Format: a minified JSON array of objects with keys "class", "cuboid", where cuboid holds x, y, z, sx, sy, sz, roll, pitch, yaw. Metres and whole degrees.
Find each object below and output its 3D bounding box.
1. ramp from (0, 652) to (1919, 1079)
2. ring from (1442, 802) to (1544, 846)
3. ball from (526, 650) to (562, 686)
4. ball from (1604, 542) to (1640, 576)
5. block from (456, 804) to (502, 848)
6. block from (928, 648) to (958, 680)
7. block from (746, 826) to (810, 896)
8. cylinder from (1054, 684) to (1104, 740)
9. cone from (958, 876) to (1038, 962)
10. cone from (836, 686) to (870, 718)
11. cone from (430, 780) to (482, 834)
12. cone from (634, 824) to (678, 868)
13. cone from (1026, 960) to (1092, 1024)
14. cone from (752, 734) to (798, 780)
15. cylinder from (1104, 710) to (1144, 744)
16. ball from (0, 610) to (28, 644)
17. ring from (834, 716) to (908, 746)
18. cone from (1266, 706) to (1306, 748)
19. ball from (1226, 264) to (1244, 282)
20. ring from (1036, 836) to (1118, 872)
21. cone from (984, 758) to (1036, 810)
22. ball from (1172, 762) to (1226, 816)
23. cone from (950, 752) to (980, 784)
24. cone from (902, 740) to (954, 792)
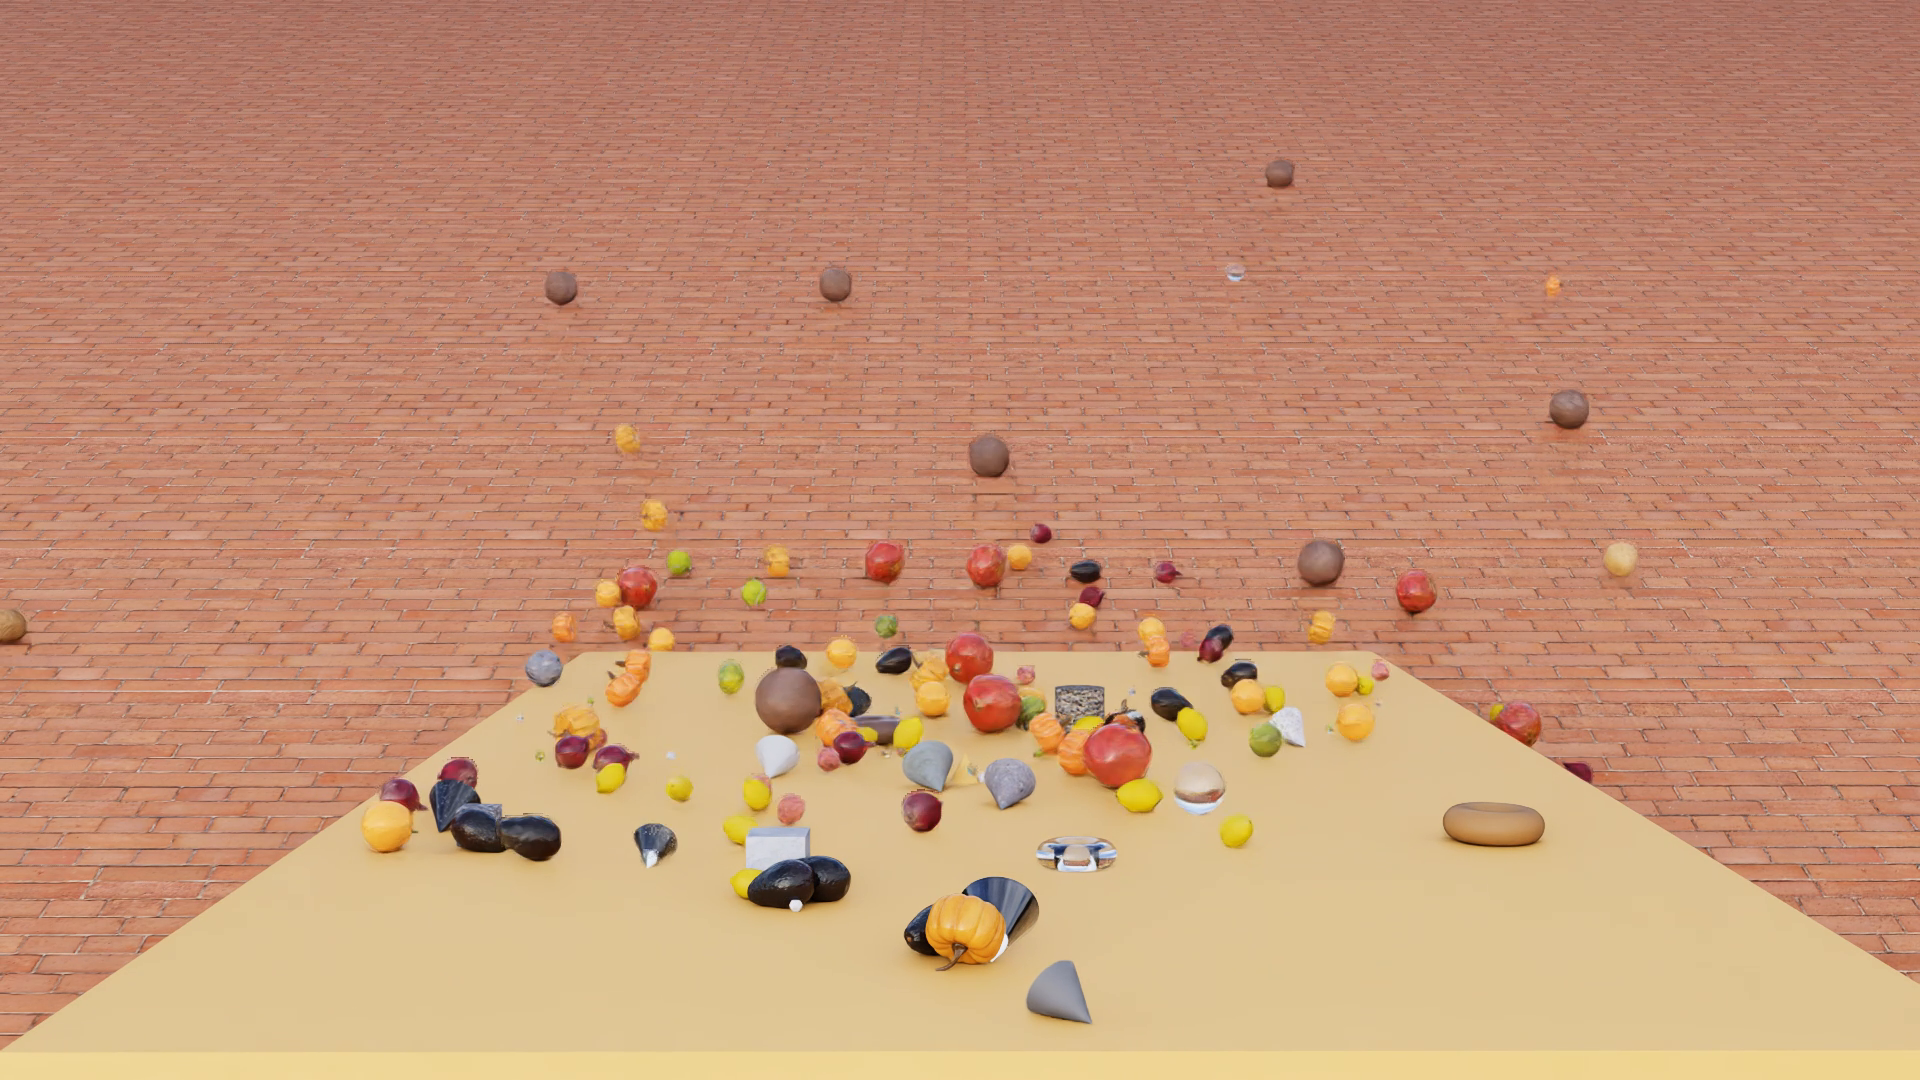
[{"class":"ramp","cuboid":[0.049,0.444,4.532,2.000,0.100,4.000,0,3,0]},{"class":"ring","cuboid":[0.776,0.413,3.738,0.146,0.049,0.146,1,3,0]},{"class":"ball","cuboid":[-0.929,0.287,5.743,0.081,0.081,0.081,0,21,0]},{"class":"ball","cuboid":[1.867,0.054,7.254,0.096,0.096,0.096,0,21,0]},{"class":"block","cuboid":[-0.694,0.412,3.714,0.054,0.054,0.054,0,3,3]},{"class":"block","cuboid":[-0.038,0.283,5.909,0.068,0.068,0.068,0,2,1]},{"class":"block","cuboid":[-0.237,0.420,3.360,0.077,0.077,0.077,0,3,1]},{"class":"cylinder","cuboid":[0.227,0.327,4.879,0.094,0.094,0.094,0,3,0]},{"class":"cone","cuboid":[0.040,0.458,2.974,0.097,0.097,0.097,2,30,5]},{"class":"cone","cuboid":[-0.219,0.343,5.160,0.071,0.071,0.071,2,30,6]},{"class":"cone","cuboid":[-0.766,0.414,3.838,0.081,0.081,0.081,3,30,7]},{"class":"cone","cuboid":[-0.426,0.434,3.546,0.062,0.062,0.062,2,30,5]},{"class":"cone","cuboid":[0.116,0.482,2.660,0.067,0.067,0.067,-16,40,-36]},{"class":"cone","cuboid":[-0.318,0.385,4.371,0.078,0.078,0.078,1,39,2]},{"class":"cylinder","cuboid":[0.307,0.349,4.798,0.060,0.060,0.060,10,7,25]},{"class":"ball","cuboid":[-2.518,0.229,6.807,0.090,0.090,0.090,0,21,0]},{"class":"ring","cuboid":[-0.167,0.356,4.808,0.137,0.046,0.137,-1,2,0]},{"class":"cone","cuboid":[0.621,0.363,4.761,0.078,0.078,0.078,-12,46,-29]},{"class":"ball","cuboid":[1.090,-1.056,10.176,0.066,0.066,0.066,0,21,0]},{"class":"ring","cuboid":[0.160,0.431,3.526,0.111,0.037,0.111,-1,2,0]},{"class":"cone","cuboid":[0.073,0.401,4.048,0.083,0.083,0.083,4,31,9]},{"class":"ball","cuboid":[0.368,0.384,3.967,0.081,0.081,0.081,0,21,0]},{"class":"cone","cuboid":[0.009,0.381,4.312,0.050,0.050,0.050,0,3,0]},{"class":"cone","cuboid":[-0.043,0.390,4.233,0.087,0.087,0.087,-5,31,-14]}]
